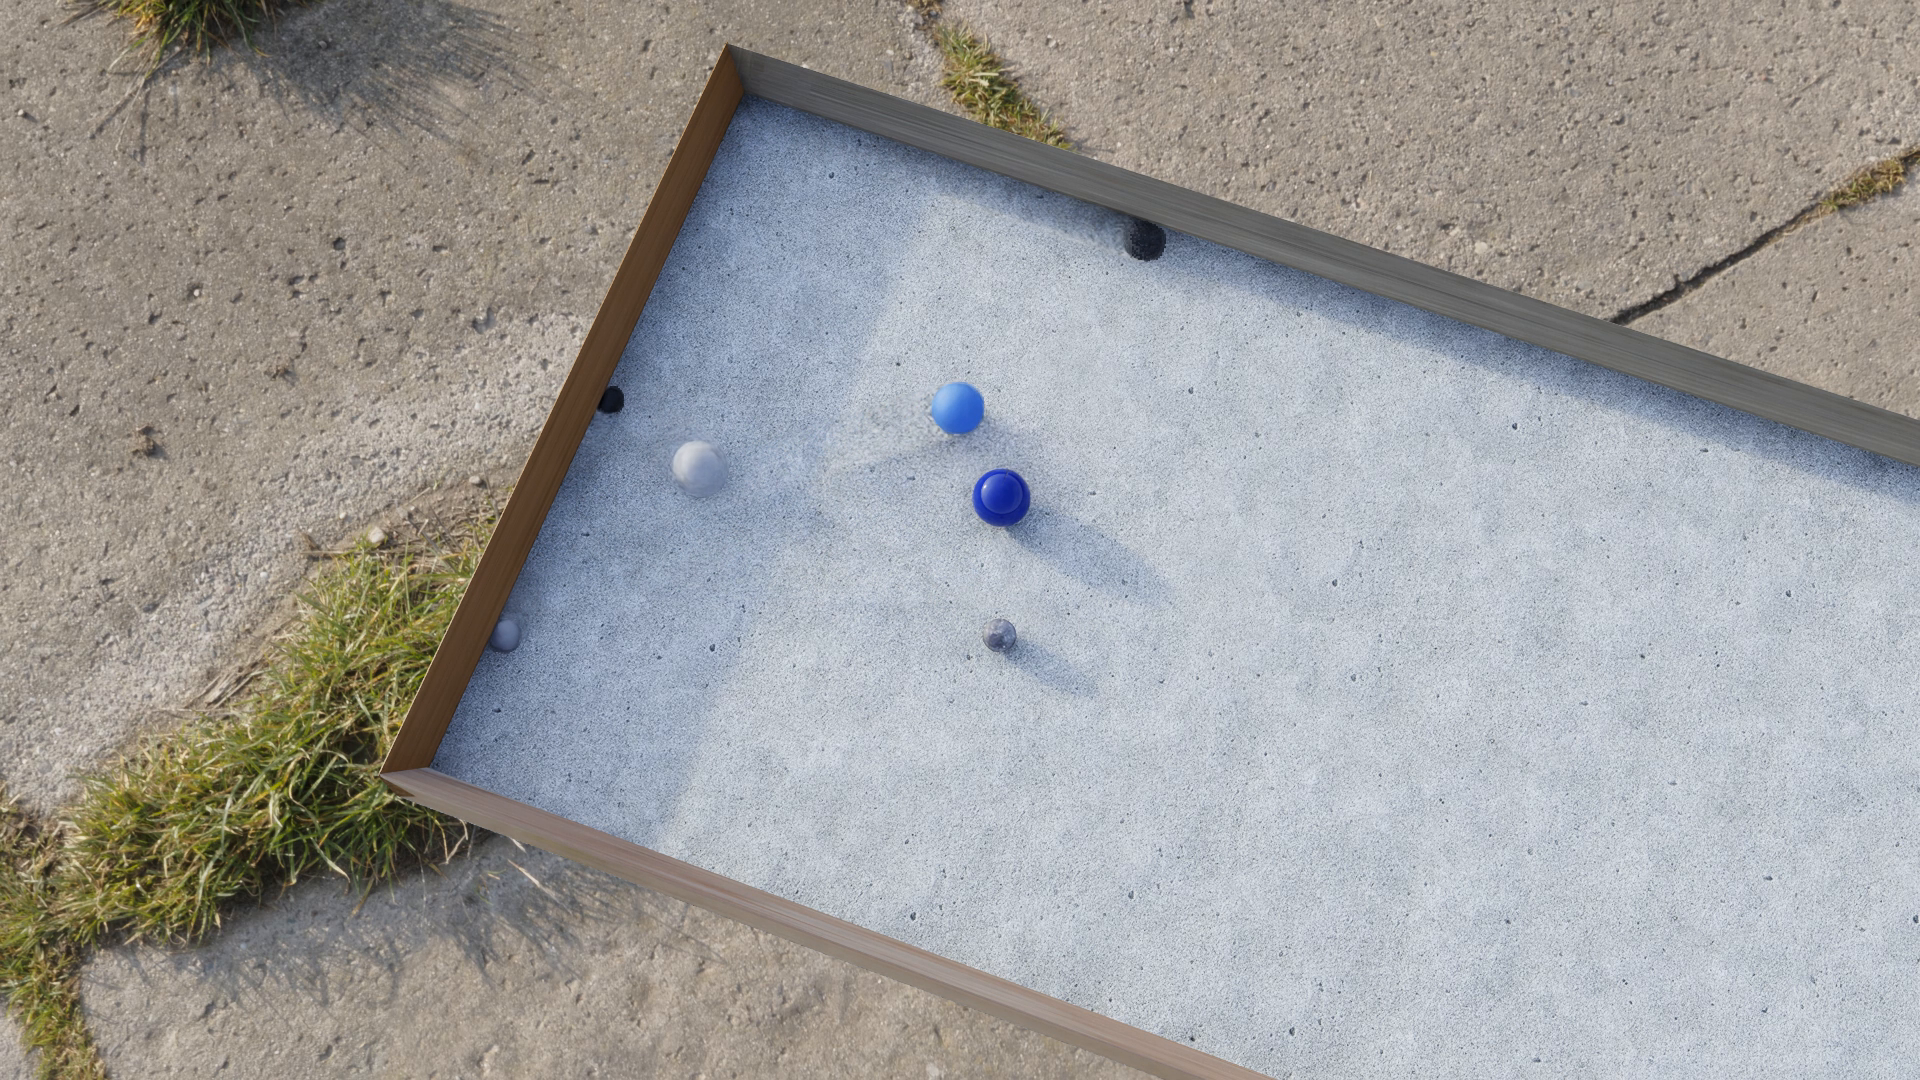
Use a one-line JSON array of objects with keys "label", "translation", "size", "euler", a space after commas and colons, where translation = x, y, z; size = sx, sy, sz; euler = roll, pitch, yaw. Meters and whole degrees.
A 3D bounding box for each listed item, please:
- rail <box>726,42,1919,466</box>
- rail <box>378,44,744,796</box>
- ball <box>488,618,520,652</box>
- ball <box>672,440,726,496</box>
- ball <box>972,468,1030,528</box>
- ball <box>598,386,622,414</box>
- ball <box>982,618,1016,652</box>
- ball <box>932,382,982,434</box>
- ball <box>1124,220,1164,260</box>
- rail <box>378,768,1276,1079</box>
[{"label": "rail", "translation": [0.851, -0.367, 3.580], "size": [2.668, 0.121, 0.045], "euler": [19, 70, 7]}, {"label": "rail", "translation": [-0.604, -0.216, 3.522], "size": [0.045, 0.121, 1.352], "euler": [19, 70, 7]}, {"label": "ball", "translation": [-0.710, 0.148, 3.420], "size": [0.050, 0.050, 0.050], "euler": [0, 69, 0]}, {"label": "ball", "translation": [-0.415, -0.115, 3.501], "size": [0.088, 0.088, 0.088], "euler": [0, 69, 0]}, {"label": "ball", "translation": [0.066, -0.067, 3.480], "size": [0.093, 0.093, 0.093], "euler": [0, 69, 0]}, {"label": "ball", "translation": [-0.570, -0.227, 3.568], "size": [0.044, 0.044, 0.044], "euler": [0, 69, 0]}, {"label": "ball", "translation": [0.061, 0.148, 3.418], "size": [0.053, 0.053, 0.053], "euler": [0, 69, 0]}, {"label": "ball", "translation": [-0.005, -0.212, 3.541], "size": [0.084, 0.084, 0.084], "euler": [0, 69, 0]}, {"label": "ball", "translation": [0.305, -0.498, 3.661], "size": [0.066, 0.066, 0.066], "euler": [0, 69, 0]}, {"label": "rail", "translation": [0.402, 0.775, 3.139], "size": [2.668, 0.121, 0.045], "euler": [19, 70, 7]}]
